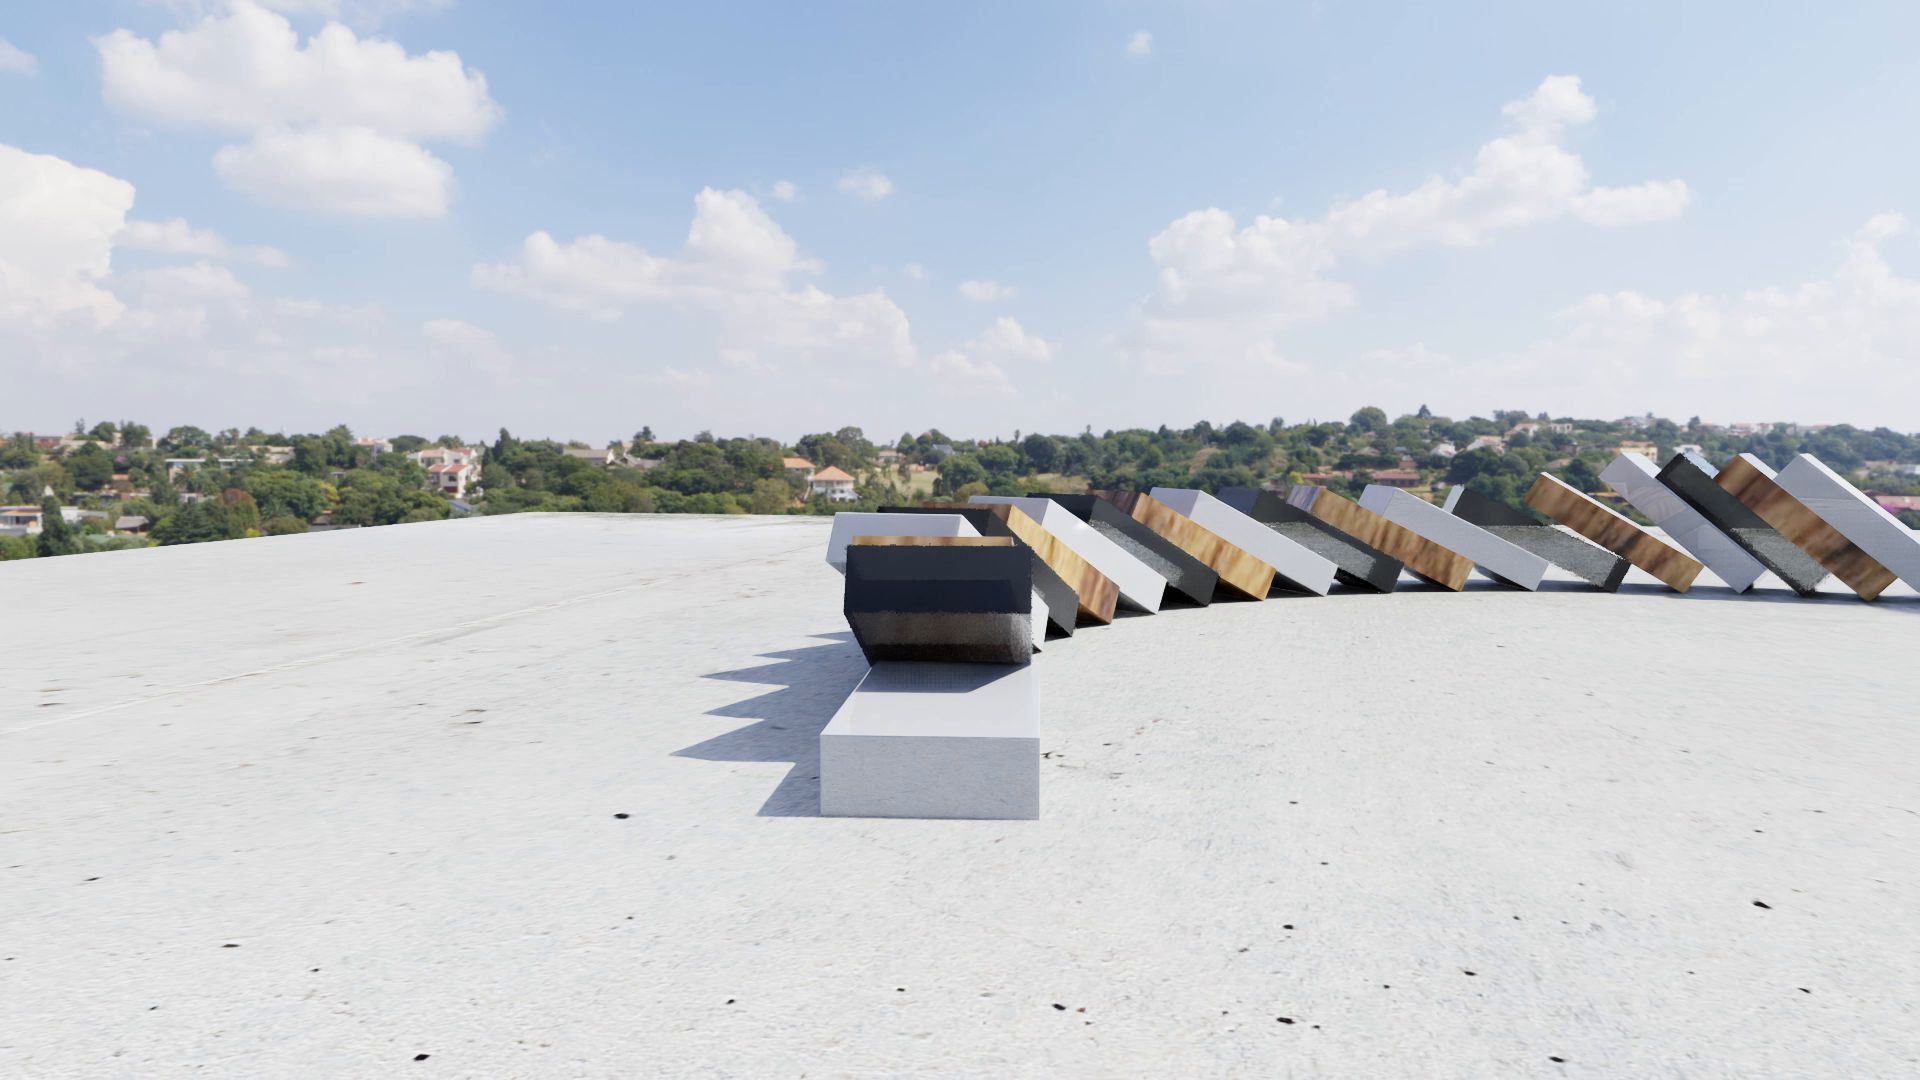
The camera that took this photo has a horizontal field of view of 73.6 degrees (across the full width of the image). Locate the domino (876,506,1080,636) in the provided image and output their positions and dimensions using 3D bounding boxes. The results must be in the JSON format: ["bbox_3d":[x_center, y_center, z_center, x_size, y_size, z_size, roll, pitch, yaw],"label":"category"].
[{"bbox_3d":[0.004,0.007,0.270,0.025,0.009,0.050,2,-21,27],"label":"domino"}]

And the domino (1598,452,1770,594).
[{"bbox_3d":[0.215,-0.006,0.379,0.025,0.009,0.050,-4,46,-50],"label":"domino"}]

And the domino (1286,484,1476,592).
[{"bbox_3d":[0.123,-0.001,0.379,0.050,0.010,0.025,25,3,-4],"label":"domino"}]

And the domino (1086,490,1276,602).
[{"bbox_3d":[0.058,0.001,0.348,0.050,0.009,0.025,27,-9,-27],"label":"domino"}]

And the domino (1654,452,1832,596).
[{"bbox_3d":[0.229,-0.005,0.373,0.025,0.010,0.050,-4,46,-50],"label":"domino"}]

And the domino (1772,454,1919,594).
[{"bbox_3d":[0.250,-0.004,0.352,0.025,0.009,0.050,-5,47,-51],"label":"domino"}]

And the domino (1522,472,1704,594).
[{"bbox_3d":[0.194,-0.003,0.383,0.050,0.009,0.025,35,18,20],"label":"domino"}]

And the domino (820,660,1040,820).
[{"bbox_3d":[-0.002,0.025,0.170,0.025,0.009,0.050,0,4,4],"label":"domino"}]

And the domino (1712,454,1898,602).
[{"bbox_3d":[0.239,-0.004,0.362,0.025,0.009,0.050,-5,47,-51],"label":"domino"}]

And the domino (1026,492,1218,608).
[{"bbox_3d":[0.041,0.003,0.330,0.050,0.009,0.025,29,-15,-37],"label":"domino"}]

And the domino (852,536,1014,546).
[{"bbox_3d":[-0.002,0.012,0.221,0.025,0.010,0.050,1,-19,7],"label":"domino"}]

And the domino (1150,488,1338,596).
[{"bbox_3d":[0.078,0.000,0.360,0.050,0.010,0.025,26,-6,-21],"label":"domino"}]

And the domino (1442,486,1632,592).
[{"bbox_3d":[0.171,-0.001,0.383,0.050,0.009,0.025,27,10,11],"label":"domino"}]

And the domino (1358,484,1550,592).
[{"bbox_3d":[0.145,-0.001,0.381,0.050,0.009,0.025,26,3,-3],"label":"domino"}]

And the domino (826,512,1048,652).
[{"bbox_3d":[-0.003,0.009,0.248,0.025,0.010,0.050,2,-21,24],"label":"domino"}]

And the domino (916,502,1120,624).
[{"bbox_3d":[0.013,0.006,0.292,0.025,0.009,0.050,3,-20,37],"label":"domino"}]

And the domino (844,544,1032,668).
[{"bbox_3d":[-0.002,0.013,0.195,0.025,0.009,0.050,0,-19,3],"label":"domino"}]

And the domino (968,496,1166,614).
[{"bbox_3d":[0.026,0.004,0.313,0.025,0.009,0.050,4,-20,45],"label":"domino"}]

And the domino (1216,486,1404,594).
[{"bbox_3d":[0.099,0.000,0.370,0.050,0.009,0.025,25,-2,-15],"label":"domino"}]
